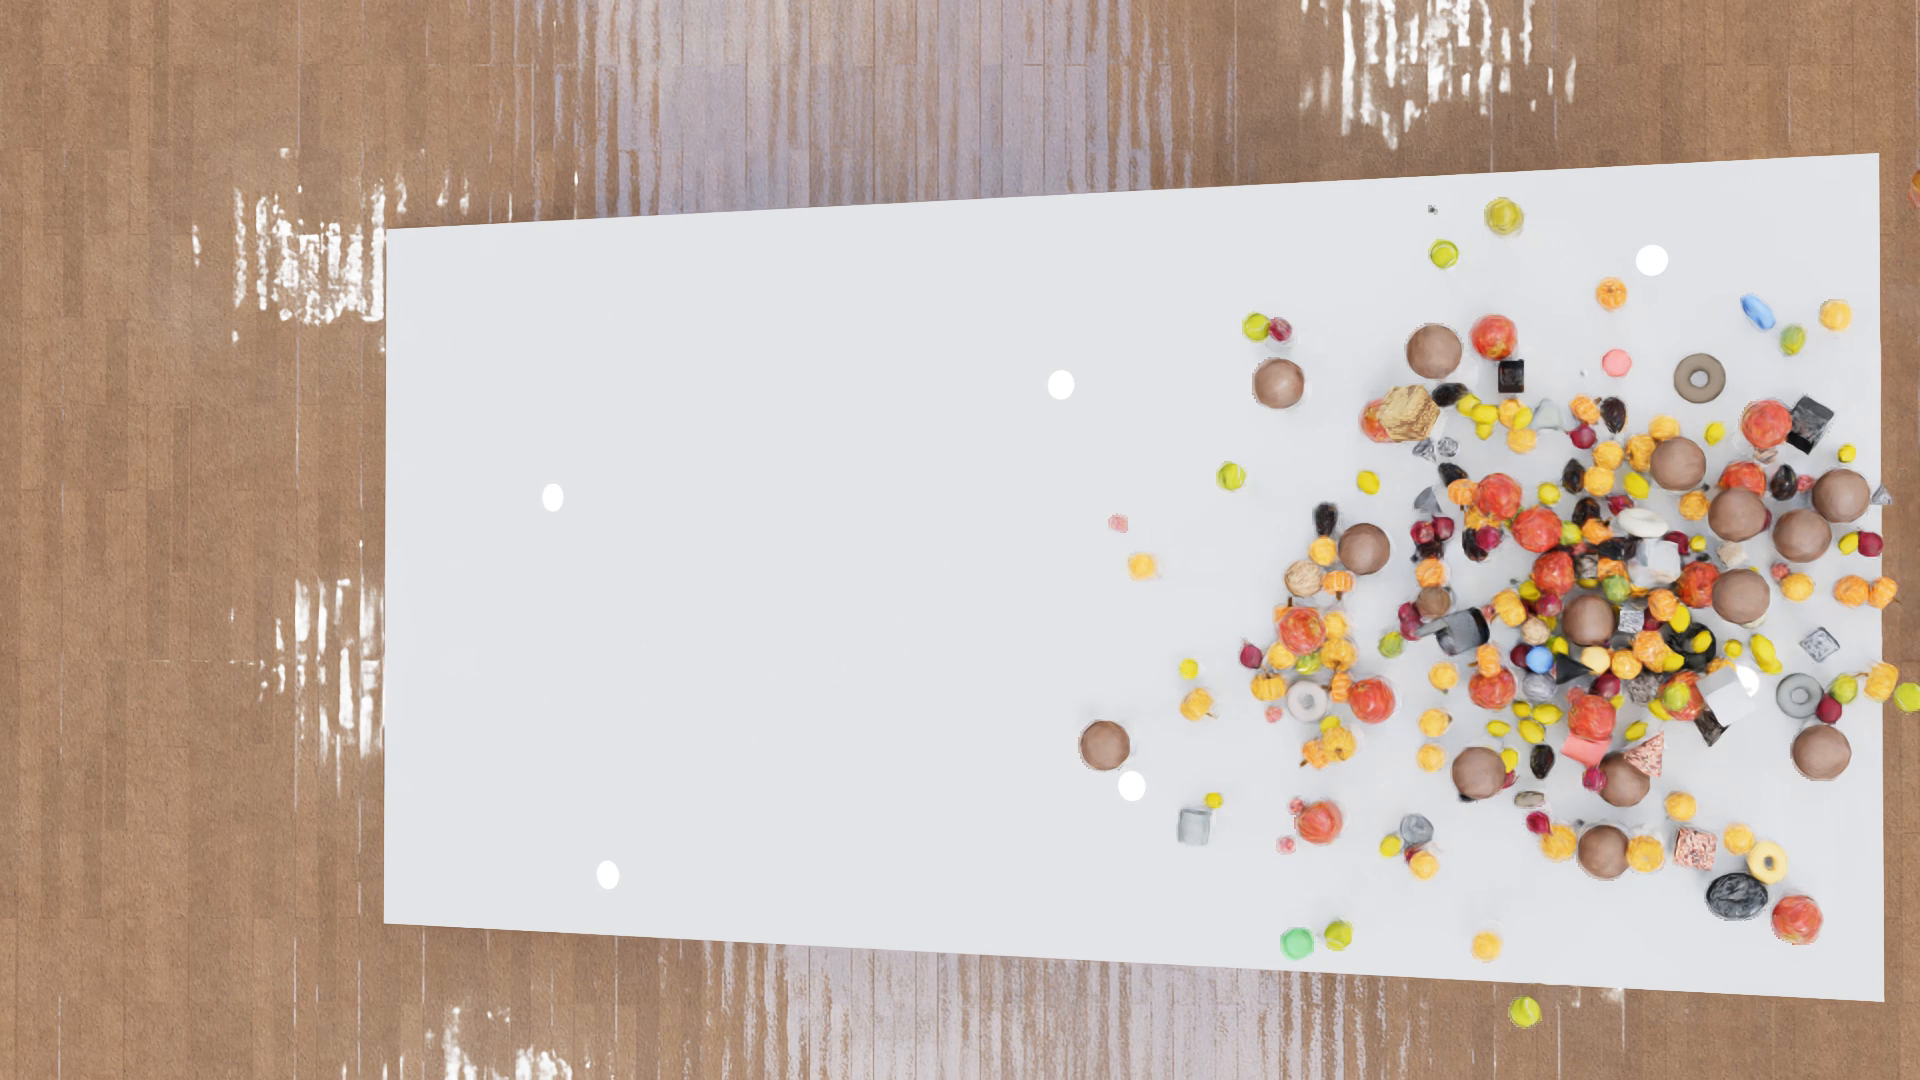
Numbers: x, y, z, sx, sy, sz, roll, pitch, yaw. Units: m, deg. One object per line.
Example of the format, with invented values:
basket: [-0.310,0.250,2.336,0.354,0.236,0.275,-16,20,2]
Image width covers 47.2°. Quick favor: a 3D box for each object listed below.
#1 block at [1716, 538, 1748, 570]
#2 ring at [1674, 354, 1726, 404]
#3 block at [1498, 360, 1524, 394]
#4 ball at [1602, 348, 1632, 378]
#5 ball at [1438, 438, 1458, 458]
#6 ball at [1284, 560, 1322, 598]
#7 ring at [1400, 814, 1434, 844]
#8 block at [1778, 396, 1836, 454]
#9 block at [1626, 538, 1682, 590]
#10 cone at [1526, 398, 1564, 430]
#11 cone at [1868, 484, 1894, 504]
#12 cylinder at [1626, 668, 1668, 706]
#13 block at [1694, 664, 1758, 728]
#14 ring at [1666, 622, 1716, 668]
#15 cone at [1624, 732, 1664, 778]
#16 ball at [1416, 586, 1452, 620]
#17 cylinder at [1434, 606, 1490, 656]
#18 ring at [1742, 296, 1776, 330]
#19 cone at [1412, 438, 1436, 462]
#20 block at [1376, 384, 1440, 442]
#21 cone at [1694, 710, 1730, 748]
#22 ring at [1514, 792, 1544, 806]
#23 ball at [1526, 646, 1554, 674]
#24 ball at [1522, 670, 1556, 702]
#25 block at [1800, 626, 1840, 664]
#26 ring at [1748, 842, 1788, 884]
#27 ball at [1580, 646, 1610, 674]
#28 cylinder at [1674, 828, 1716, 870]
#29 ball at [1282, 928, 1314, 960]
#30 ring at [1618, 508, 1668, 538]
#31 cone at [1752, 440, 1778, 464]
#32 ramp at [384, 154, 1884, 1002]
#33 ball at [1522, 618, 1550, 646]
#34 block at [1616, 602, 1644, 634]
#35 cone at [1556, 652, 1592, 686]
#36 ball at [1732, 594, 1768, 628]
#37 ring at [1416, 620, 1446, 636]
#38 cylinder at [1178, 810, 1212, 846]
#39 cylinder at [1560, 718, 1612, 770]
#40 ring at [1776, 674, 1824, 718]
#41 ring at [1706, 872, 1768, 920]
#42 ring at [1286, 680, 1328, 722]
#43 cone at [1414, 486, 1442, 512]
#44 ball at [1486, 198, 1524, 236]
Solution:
block: [1.844,0.033,5.255,0.054,0.054,0.054,-35,80,14]
ring: [1.779,-0.388,5.289,0.121,0.040,0.121,0,91,17]
block: [1.354,-0.401,5.394,0.060,0.060,0.060,0,126,17]
ball: [1.592,-0.429,5.330,0.070,0.070,0.070,0,89,0]
ball: [1.209,-0.230,5.453,0.050,0.050,0.050,0,89,0]
ball: [0.864,0.099,5.530,0.094,0.094,0.094,0,89,0]
ring: [1.133,0.717,5.452,0.087,0.029,0.087,6,46,-6]
block: [1.993,-0.271,5.177,0.082,0.082,0.082,35,69,23]
block: [1.656,0.057,5.249,0.086,0.086,0.086,10,59,-11]
cone: [1.407,-0.289,5.356,0.087,0.087,0.087,-27,89,-18]
cone: [2.157,-0.096,5.173,0.055,0.055,0.055,-31,89,24]
cylinder: [1.651,0.353,5.286,0.070,0.070,0.070,-30,89,-21]
block: [1.787,0.364,5.132,0.090,0.090,0.090,-30,104,12]
ring: [1.756,0.253,5.277,0.116,0.039,0.116,3,105,10]
cone: [1.645,0.494,5.219,0.099,0.099,0.099,27,109,0]
ball: [1.158,0.153,5.378,0.086,0.086,0.086,0,89,0]
cylinder: [1.231,0.224,5.395,0.096,0.096,0.096,-18,89,-16]
ring: [1.897,-0.540,5.225,0.032,0.097,0.097,-42,89,6]
cone: [1.169,-0.212,5.477,0.061,0.061,0.061,-44,105,-1]
block: [1.093,-0.308,5.364,0.095,0.095,0.095,48,59,-29]
cone: [1.793,0.465,5.249,0.083,0.083,0.083,-8,122,0]
ring: [1.387,0.631,5.360,0.075,0.075,0.025,-11,95,0]
ball: [1.401,0.288,5.309,0.066,0.066,0.066,0,89,0]
ball: [1.406,0.354,5.342,0.081,0.081,0.081,0,89,0]
block: [2.029,0.248,5.190,0.060,0.060,0.060,-40,79,6]
ring: [1.918,0.766,5.217,0.101,0.034,0.101,2,80,-14]
ball: [1.519,0.287,5.256,0.070,0.070,0.070,0,89,0]
cylinder: [1.756,0.739,5.253,0.085,0.085,0.085,10,89,18]
ball: [0.849,1.015,5.530,0.077,0.077,0.077,0,89,0]
ring: [1.617,-0.040,5.210,0.117,0.117,0.039,8,114,0]
cone: [1.872,-0.200,5.152,0.058,0.058,0.058,-16,89,-37]
ramp: [0.272,0.095,5.810,4.000,0.100,2.000,0,89,17]
ball: [1.390,0.221,5.306,0.067,0.067,0.067,0,89,0]
block: [1.600,0.186,5.245,0.054,0.054,0.054,6,109,11]
cone: [1.468,0.308,5.242,0.083,0.083,0.083,1,89,25]
ball: [1.870,0.170,5.204,0.081,0.081,0.081,0,89,0]
ring: [1.112,0.208,5.198,0.075,0.075,0.025,-20,80,0]
cylinder: [0.598,0.734,5.609,0.078,0.078,0.078,6,91,0]
cylinder: [1.518,0.495,5.327,0.093,0.093,0.093,26,89,17]
ring: [1.992,0.370,5.215,0.109,0.036,0.109,0,91,17]
ring: [1.844,0.846,5.219,0.139,0.046,0.139,7,129,8]
ring: [0.876,0.405,5.545,0.112,0.037,0.112,5,101,29]
cone: [1.177,-0.086,5.471,0.067,0.067,0.067,36,89,-12]
ball: [1.338,-0.792,5.401,0.091,0.091,0.091,0,89,0]
